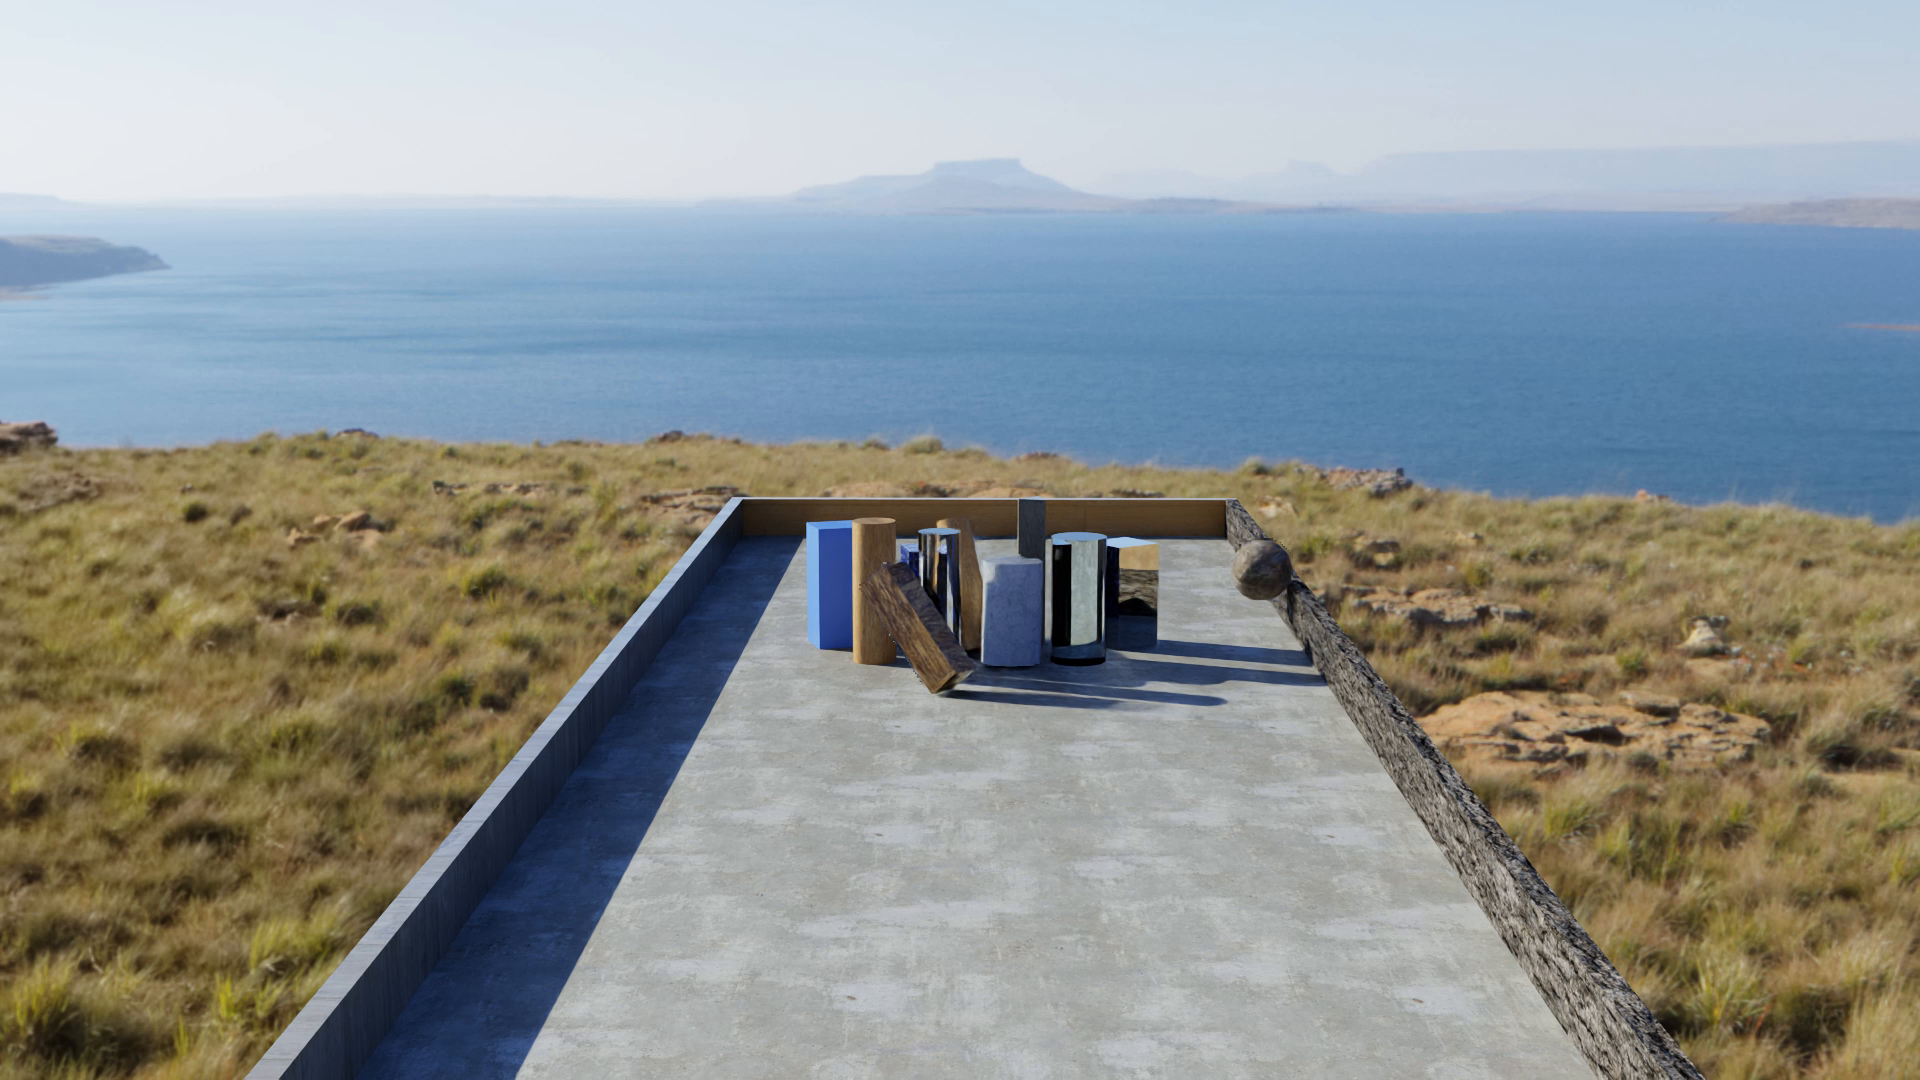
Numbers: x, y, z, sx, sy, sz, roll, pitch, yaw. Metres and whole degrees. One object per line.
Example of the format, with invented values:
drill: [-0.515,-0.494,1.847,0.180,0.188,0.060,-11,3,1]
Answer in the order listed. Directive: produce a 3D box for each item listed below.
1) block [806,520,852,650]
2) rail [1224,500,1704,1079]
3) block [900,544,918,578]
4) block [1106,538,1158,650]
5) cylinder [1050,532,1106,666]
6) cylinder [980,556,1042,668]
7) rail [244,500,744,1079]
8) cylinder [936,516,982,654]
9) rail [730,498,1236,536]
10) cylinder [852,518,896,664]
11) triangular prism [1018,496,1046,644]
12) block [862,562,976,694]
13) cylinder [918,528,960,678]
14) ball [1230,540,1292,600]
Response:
block: [-0.390,0.139,6.921,0.150,0.379,0.150,-3,9,-18]
rail: [1.046,0.843,3.208,0.050,0.150,12.000,0,9,1]
block: [-0.098,0.171,6.963,0.155,0.302,0.155,-2,9,-11]
block: [0.510,0.167,6.918,0.159,0.324,0.159,-6,11,-35]
cylinder: [0.360,0.178,6.664,0.168,0.382,0.168,0,9,0]
cylinder: [0.156,0.215,6.642,0.180,0.310,0.180,1,7,0]
rail: [-1.004,0.839,3.234,0.050,0.150,12.000,0,9,1]
cylinder: [0.018,0.138,6.795,0.103,0.412,0.103,-11,-9,-2]
rail: [0.099,-0.098,9.147,2.100,0.150,0.050,0,9,1]
cylinder: [-0.260,0.154,6.665,0.132,0.430,0.132,0,9,0]
triangular prism: [0.237,0.093,6.961,0.089,0.458,0.077,3,9,18]
block: [-0.118,0.250,6.289,0.105,0.380,0.105,-43,-19,29]
cylinder: [-0.060,0.189,6.436,0.124,0.433,0.124,0,9,0]
ball: [0.982,0.098,7.166,0.200,0.200,0.200,0,9,0]
